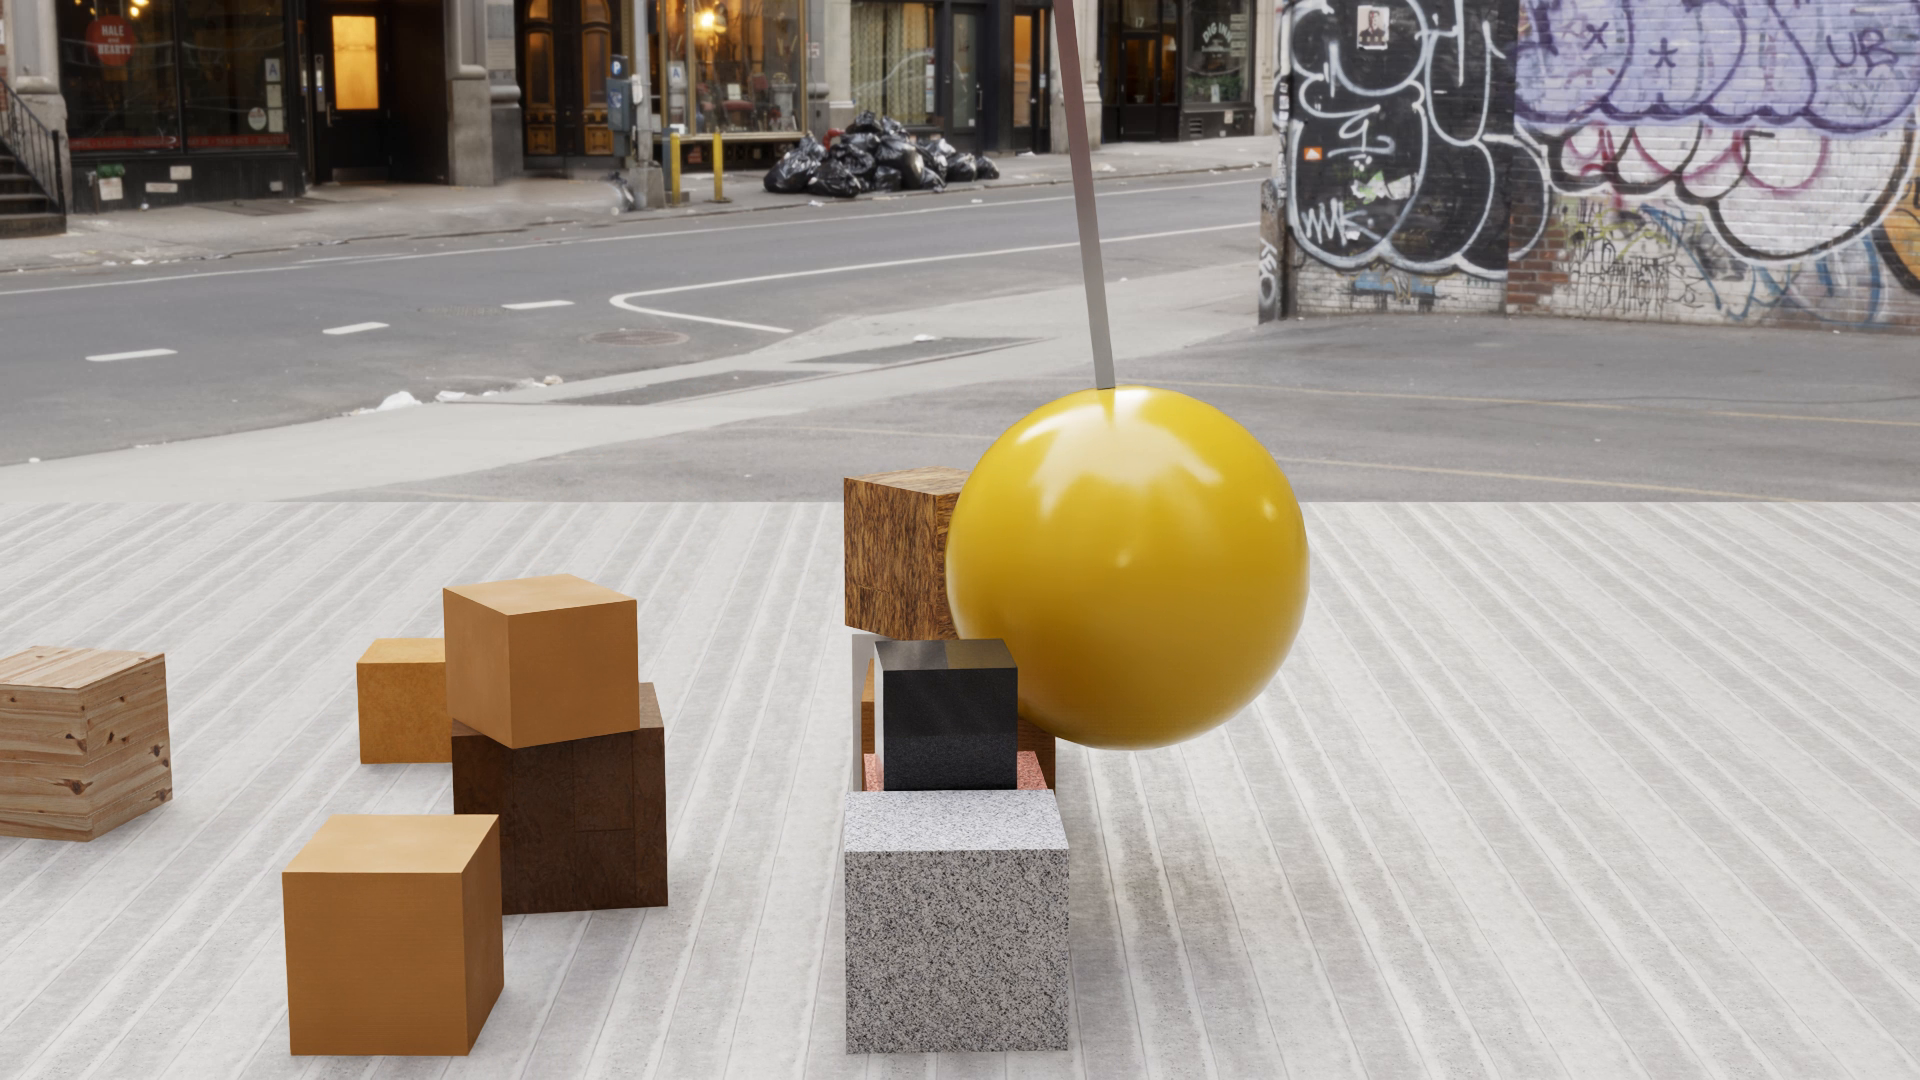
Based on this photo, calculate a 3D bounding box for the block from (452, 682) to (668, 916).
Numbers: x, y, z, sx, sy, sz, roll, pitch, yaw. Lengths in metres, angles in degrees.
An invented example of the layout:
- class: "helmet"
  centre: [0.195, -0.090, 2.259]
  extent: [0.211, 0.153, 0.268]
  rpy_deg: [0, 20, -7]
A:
- class: "block"
  centre: [-1.754, 1.118, 11.217]
  extent: [0.883, 0.788, 0.828]
  rpy_deg: [-2, 10, -10]

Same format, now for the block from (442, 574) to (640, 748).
- class: "block"
  centre: [-1.775, 0.499, 10.857]
  extent: [0.579, 0.558, 0.682]
  rpy_deg: [-7, 12, -33]

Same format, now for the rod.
- class: "rod"
  centre: [0.315, -3.199, 10.599]
  extent: [0.080, 5.200, 0.080]
  rpy_deg: [-7, 10, 1]

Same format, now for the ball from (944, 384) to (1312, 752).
- class: "ball"
  centre: [0.727, 0.122, 11.203]
  extent: [1.600, 1.600, 1.600]
  rpy_deg: [0, 10, 0]

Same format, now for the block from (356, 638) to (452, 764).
- class: "block"
  centre: [-2.773, 0.837, 13.478]
  extent: [0.662, 0.532, 0.583]
  rpy_deg: [0, 10, -3]

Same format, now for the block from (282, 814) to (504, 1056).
- class: "block"
  centre: [-2.101, 1.463, 9.590]
  extent: [0.644, 0.691, 0.728]
  rpy_deg: [0, 10, 0]

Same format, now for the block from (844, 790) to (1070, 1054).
- class: "block"
  centre: [-0.026, 1.417, 9.640]
  extent: [0.806, 0.763, 0.777]
  rpy_deg: [0, 10, -2]

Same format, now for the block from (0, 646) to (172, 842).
- class: "block"
  centre: [-4.291, 0.959, 12.242]
  extent: [0.704, 0.733, 0.753]
  rpy_deg: [2, 11, 13]

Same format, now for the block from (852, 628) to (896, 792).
- class: "block"
  centre: [-0.013, 0.777, 13.039]
  extent: [0.968, 0.806, 0.945]
  rpy_deg: [1, 10, 4]

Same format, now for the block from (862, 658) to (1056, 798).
- class: "block"
  centre: [-0.001, 0.999, 12.121]
  extent: [0.883, 0.697, 0.867]
  rpy_deg: [0, 10, 1]

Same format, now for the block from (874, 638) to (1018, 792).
- class: "block"
  centre: [-0.062, 0.719, 10.201]
  extent: [0.522, 0.543, 0.520]
  rpy_deg: [-1, 10, -5]

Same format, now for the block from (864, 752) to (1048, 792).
- class: "block"
  centre: [-0.020, 1.305, 10.443]
  extent: [0.717, 0.697, 0.785]
  rpy_deg: [-1, 10, -4]

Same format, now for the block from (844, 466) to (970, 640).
- class: "block"
  centre: [-0.109, 0.072, 12.584]
  extent: [0.605, 0.743, 0.716]
  rpy_deg: [-9, 13, -40]
